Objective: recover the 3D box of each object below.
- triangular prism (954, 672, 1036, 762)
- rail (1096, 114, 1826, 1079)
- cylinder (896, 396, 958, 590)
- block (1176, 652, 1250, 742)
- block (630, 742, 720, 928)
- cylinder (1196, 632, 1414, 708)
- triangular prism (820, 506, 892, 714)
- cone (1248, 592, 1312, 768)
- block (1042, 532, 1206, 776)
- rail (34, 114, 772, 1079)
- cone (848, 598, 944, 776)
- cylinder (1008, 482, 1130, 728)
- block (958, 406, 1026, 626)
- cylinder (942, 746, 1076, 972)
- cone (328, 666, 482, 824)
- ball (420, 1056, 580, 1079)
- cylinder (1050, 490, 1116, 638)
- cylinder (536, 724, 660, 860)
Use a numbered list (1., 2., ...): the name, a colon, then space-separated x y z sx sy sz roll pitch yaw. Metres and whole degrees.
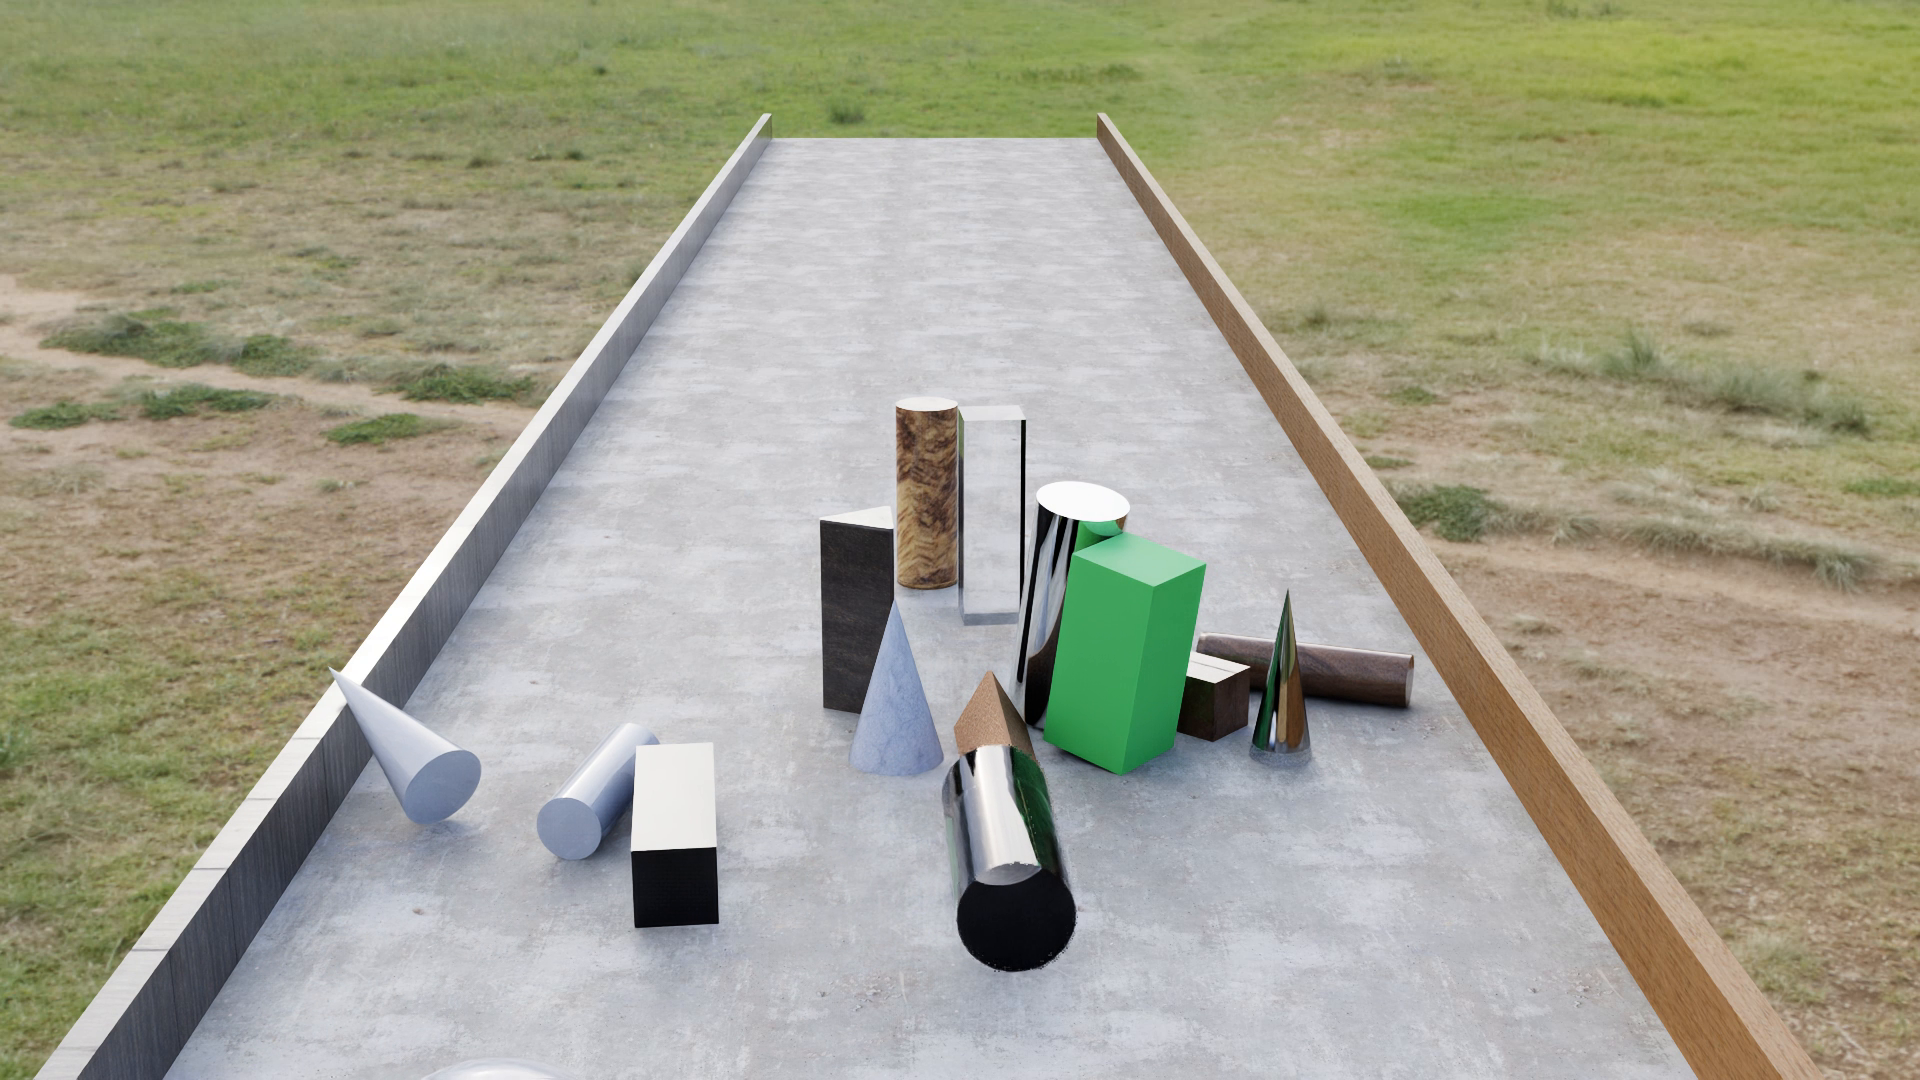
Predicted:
1. triangular prism: 0.071 0.351 3.834 0.132 0.114 0.416 -2 17 -4
2. rail: 0.932 -0.844 7.801 0.050 0.150 12.000 0 17 -1
3. cylinder: -0.073 -0.103 4.863 0.137 0.405 0.137 0 17 0
4. block: 0.352 0.265 4.136 0.381 0.114 0.114 14 21 39
5. block: -0.448 0.458 3.467 0.126 0.126 0.417 -2 17 -7
6. cylinder: 0.659 0.247 4.217 0.404 0.101 0.101 6 18 19
7. triangular prism: -0.163 0.131 4.137 0.151 0.371 0.131 8 18 25
8. cone: 0.573 0.233 3.888 0.113 0.317 0.113 0 17 0
9. block: 0.289 0.199 3.883 0.171 0.363 0.171 22 26 32
10. rail: -1.118 -0.838 7.780 0.050 0.150 12.000 0 17 -1
11. cone: -0.114 0.243 3.879 0.171 0.301 0.171 0 17 0
12. cylinder: 0.196 0.122 4.026 0.168 0.427 0.168 6 25 -3
13. block: 0.066 -0.051 4.623 0.127 0.443 0.127 -2 17 -5
14. cylinder: 0.068 0.473 3.335 0.171 0.171 0.443 -1 17 -3
15. cone: -0.973 0.313 3.715 0.147 0.147 0.370 -16 42 -43
16. ball: -0.484 0.705 2.283 0.327 0.327 0.327 0 17 0
17. cylinder: 0.247 0.072 4.417 0.130 0.324 0.130 0 17 0
18. cylinder: -0.594 0.413 3.649 0.108 0.108 0.325 3 17 9
